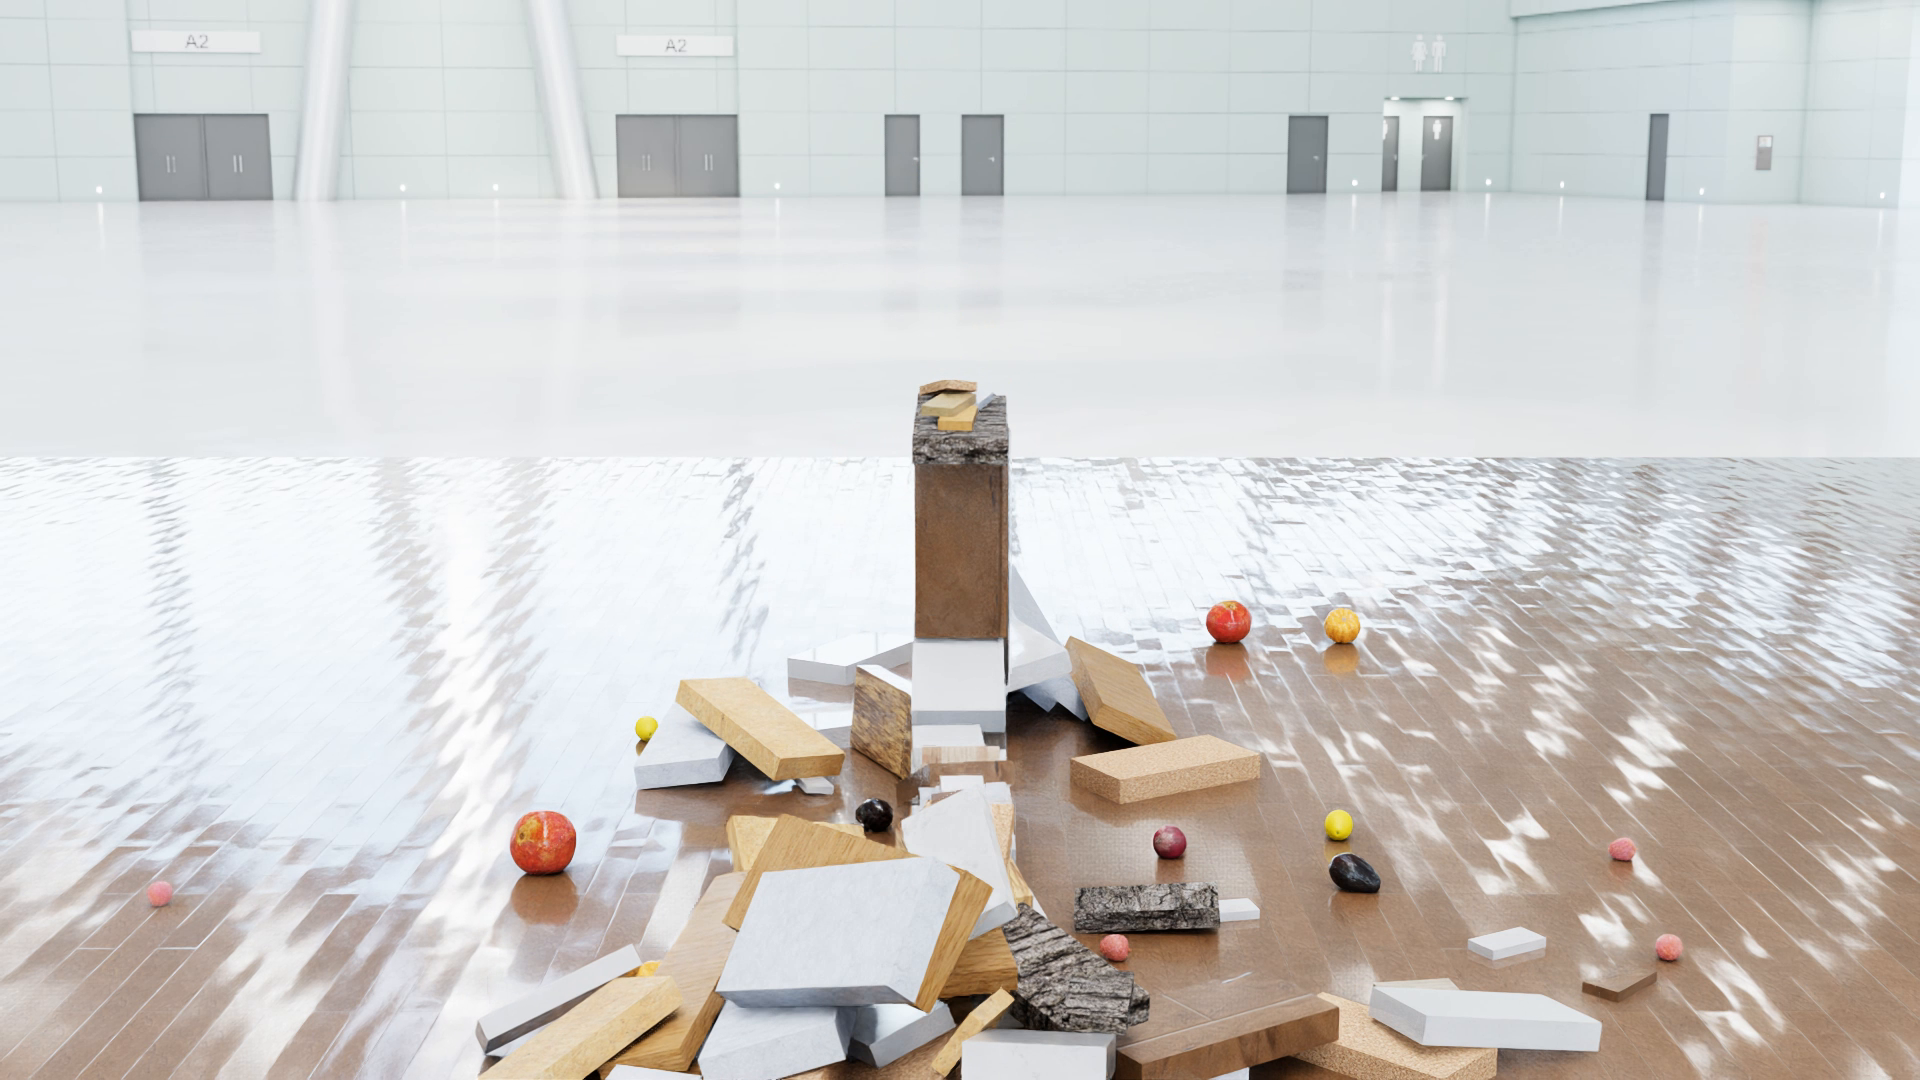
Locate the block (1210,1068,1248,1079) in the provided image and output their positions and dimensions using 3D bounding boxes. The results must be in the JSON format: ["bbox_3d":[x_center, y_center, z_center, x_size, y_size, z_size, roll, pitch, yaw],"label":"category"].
[{"bbox_3d":[0.312,0.695,2.948,0.077,0.022,0.155,-5,12,-25],"label":"block"}]

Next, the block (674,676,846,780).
[{"bbox_3d":[-0.398,0.370,4.356,0.168,0.048,0.337,1,23,-45],"label":"block"}]

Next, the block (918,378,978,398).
[{"bbox_3d":[-0.024,-0.289,4.201,0.063,0.018,0.125,4,-5,-26],"label":"block"}]

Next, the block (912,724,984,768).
[{"bbox_3d":[-0.021,0.348,3.716,0.118,0.033,0.236,-1,4,-2],"label":"block"}]

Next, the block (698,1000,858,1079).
[{"bbox_3d":[-0.229,0.633,2.892,0.176,0.050,0.352,-16,2,2],"label":"block"}]

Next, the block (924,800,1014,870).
[{"bbox_3d":[0.002,0.441,3.062,0.128,0.036,0.256,2,21,5],"label":"block"}]

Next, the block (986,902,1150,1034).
[{"bbox_3d":[0.107,0.576,2.920,0.143,0.040,0.285,-12,23,-31],"label":"block"}]

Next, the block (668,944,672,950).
[{"bbox_3d":[-0.323,0.652,3.221,0.145,0.041,0.290,-4,11,-20],"label":"block"}]

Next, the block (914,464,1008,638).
[{"bbox_3d":[0.002,0.010,4.099,0.172,0.345,0.049,0,16,0],"label":"block"}]

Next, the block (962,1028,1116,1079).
[{"bbox_3d":[0.096,0.600,2.553,0.158,0.045,0.315,1,-10,6],"label":"block"}]

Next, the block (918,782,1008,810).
[{"bbox_3d":[0.005,0.405,3.351,0.128,0.036,0.256,-4,-12,0],"label":"block"}]

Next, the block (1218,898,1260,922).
[{"bbox_3d":[0.424,0.601,3.565,0.111,0.016,0.055,-2,11,-12],"label":"block"}]

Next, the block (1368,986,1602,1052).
[{"bbox_3d":[0.722,0.659,3.026,0.280,0.040,0.140,7,3,-20],"label":"block"}]

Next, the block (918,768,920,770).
[{"bbox_3d":[-0.006,0.431,3.567,0.118,0.033,0.236,-1,23,-3],"label":"block"}]

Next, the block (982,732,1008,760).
[{"bbox_3d":[0.003,0.448,3.873,0.162,0.046,0.325,0,36,0],"label":"block"}]

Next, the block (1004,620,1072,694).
[{"bbox_3d":[0.104,0.250,4.696,0.168,0.048,0.336,-17,13,-13],"label":"block"}]

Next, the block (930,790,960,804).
[{"bbox_3d":[0.002,0.390,3.043,0.062,0.017,0.123,-5,30,-10],"label":"block"}]

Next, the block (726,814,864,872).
[{"bbox_3d":[-0.256,0.506,3.535,0.228,0.032,0.114,8,42,-26],"label":"block"}]

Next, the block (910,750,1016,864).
[{"bbox_3d":[0.002,0.446,3.631,0.162,0.046,0.325,-1,23,-2],"label":"block"}]

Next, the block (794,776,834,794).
[{"bbox_3d":[-0.286,0.469,4.258,0.054,0.015,0.108,5,8,-21],"label":"block"}]

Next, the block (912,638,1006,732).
[{"bbox_3d":[-0.003,0.238,4.102,0.169,0.048,0.338,0,31,0],"label":"block"}]

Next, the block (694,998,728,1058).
[{"bbox_3d":[-0.352,0.662,2.994,0.079,0.022,0.158,0,11,-1],"label":"block"}]

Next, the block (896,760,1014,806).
[{"bbox_3d":[-0.011,0.375,3.382,0.128,0.036,0.256,-1,-13,-13],"label":"block"}]

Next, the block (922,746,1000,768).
[{"bbox_3d":[-0.001,0.359,3.481,0.118,0.033,0.236,-1,-13,-2],"label":"block"}]

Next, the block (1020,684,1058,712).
[{"bbox_3d":[0.135,0.290,4.940,0.148,0.042,0.296,38,5,-11],"label":"block"}]

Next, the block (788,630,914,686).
[{"bbox_3d":[-0.249,0.278,5.221,0.163,0.046,0.327,6,12,30],"label":"block"}]

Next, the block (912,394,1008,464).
[{"bbox_3d":[0.002,-0.211,4.145,0.172,0.049,0.345,0,17,1],"label":"block"}]

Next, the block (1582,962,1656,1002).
[{"bbox_3d":[0.980,0.656,3.267,0.058,0.016,0.116,10,15,44],"label":"block"}]

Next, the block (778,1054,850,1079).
[{"bbox_3d":[-0.243,0.698,2.735,0.169,0.048,0.337,-14,3,4],"label":"block"}]

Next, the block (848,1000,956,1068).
[{"bbox_3d":[-0.105,0.643,2.933,0.117,0.033,0.234,-24,6,-21],"label":"block"}]

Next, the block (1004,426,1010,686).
[{"bbox_3d":[0.010,0.032,4.300,0.172,0.505,0.049,0,9,0],"label":"block"}]

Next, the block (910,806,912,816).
[{"bbox_3d":[-0.003,0.438,3.966,0.169,0.048,0.338,0,36,0],"label":"block"}]
